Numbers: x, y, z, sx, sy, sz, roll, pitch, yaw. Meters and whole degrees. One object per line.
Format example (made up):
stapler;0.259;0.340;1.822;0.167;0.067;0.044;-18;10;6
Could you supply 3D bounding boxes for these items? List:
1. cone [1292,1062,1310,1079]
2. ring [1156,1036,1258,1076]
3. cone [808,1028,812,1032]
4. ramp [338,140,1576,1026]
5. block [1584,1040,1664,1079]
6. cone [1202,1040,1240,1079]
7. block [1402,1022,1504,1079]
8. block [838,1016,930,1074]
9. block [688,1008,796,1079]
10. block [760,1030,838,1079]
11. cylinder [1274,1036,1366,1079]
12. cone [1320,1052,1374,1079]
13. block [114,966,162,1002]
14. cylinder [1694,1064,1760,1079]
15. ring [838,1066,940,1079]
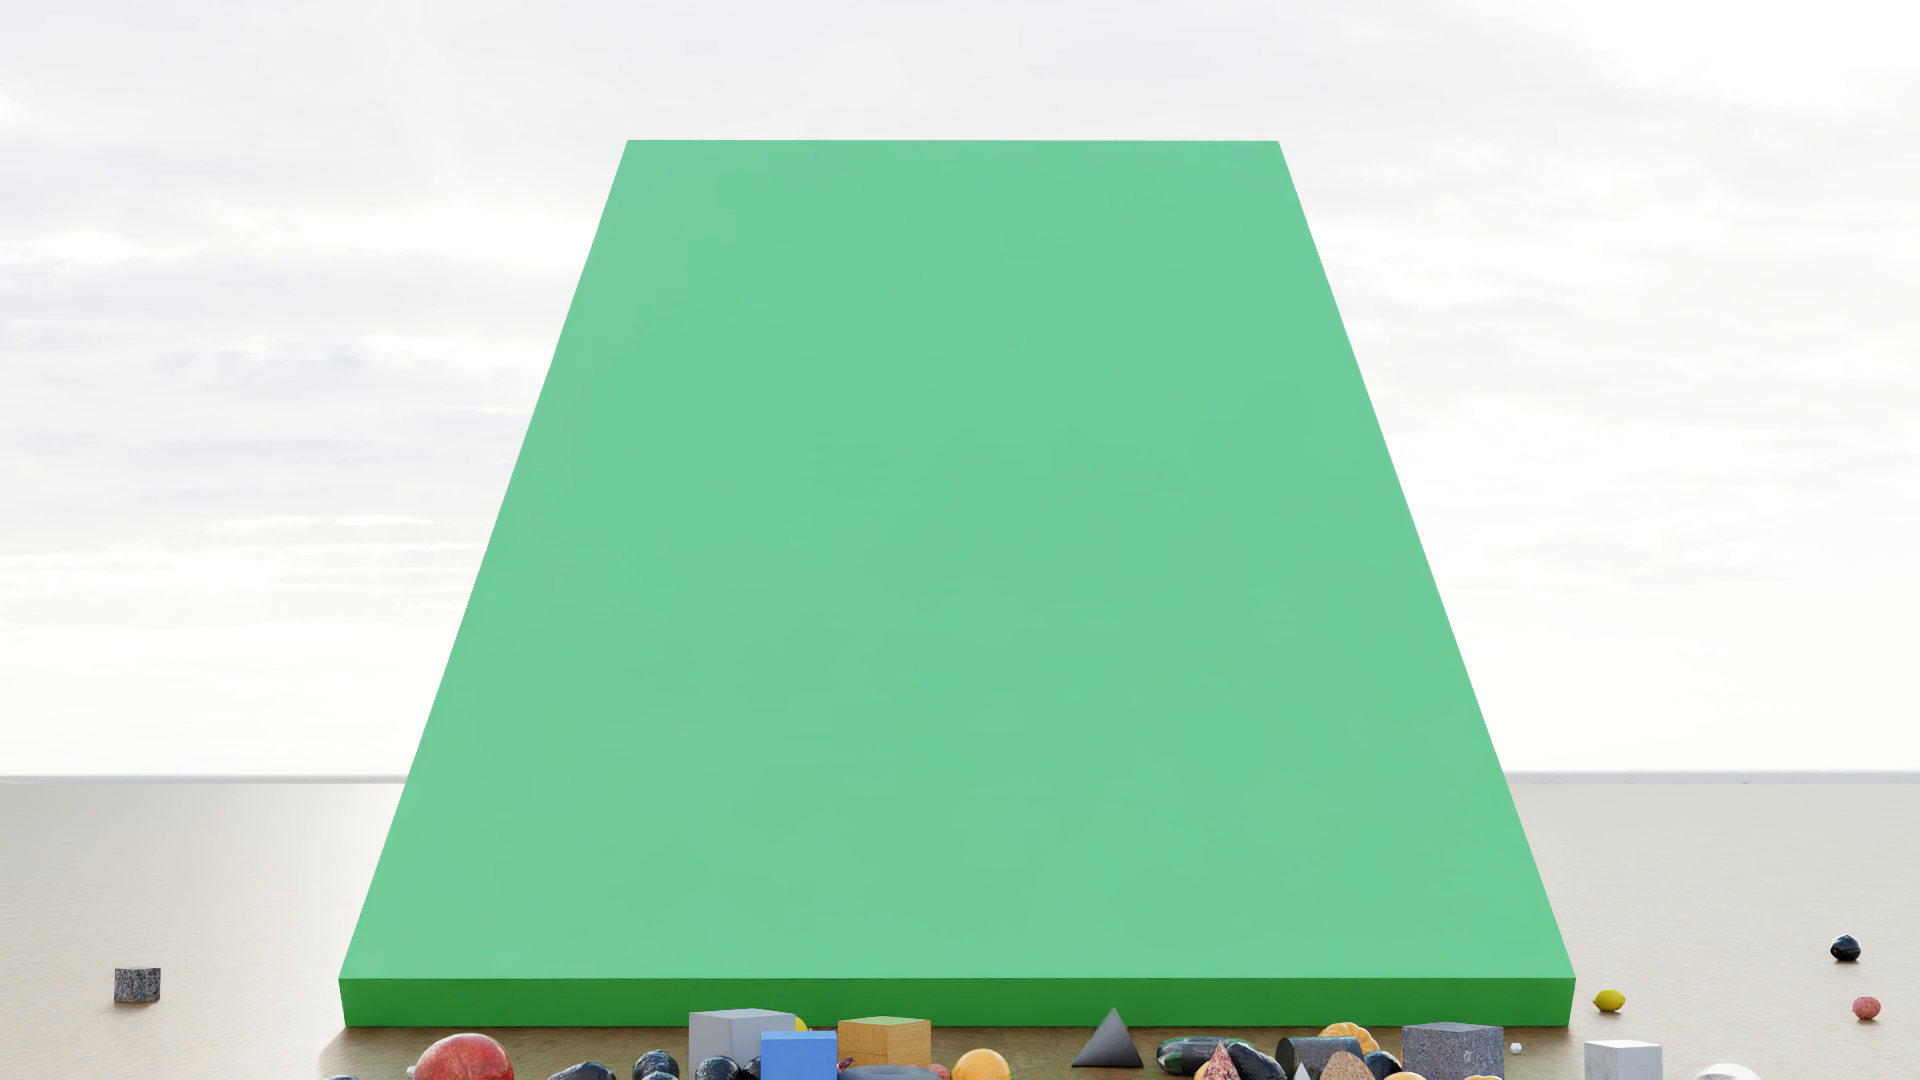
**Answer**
cone;0.402;0.650;2.824;0.072;0.072;0.072;0;-6;0
ring;0.340;0.711;3.303;0.139;0.046;0.139;0;-7;0
cone;-0.191;0.666;3.064;0.087;0.087;0.087;0;-6;0
ramp;-0.012;-0.217;5.650;2.000;0.100;4.000;0;29;0
block;0.841;0.673;3.041;0.069;0.069;0.069;2;-6;-21
cone;0.306;0.635;2.810;0.099;0.099;0.099;0;-6;0
block;0.625;0.662;3.041;0.090;0.090;0.090;5;-7;-41
block;-0.099;0.675;3.152;0.087;0.087;0.087;-5;-7;39
block;-0.283;0.665;3.114;0.100;0.100;0.100;4;-7;-38
block;-0.197;0.651;2.929;0.091;0.091;0.091;0;-6;-4
cylinder;0.443;0.655;2.954;0.087;0.087;0.087;1;-6;-12
cone;0.437;0.669;2.861;0.091;0.091;0.091;5;-34;-44
block;-1.504;0.812;4.388;0.058;0.058;0.058;-4;-7;38
cylinder;0.825;0.616;2.588;0.092;0.092;0.092;-2;-6;23
ring;-0.088;0.677;2.963;0.137;0.046;0.137;1;-5;0
